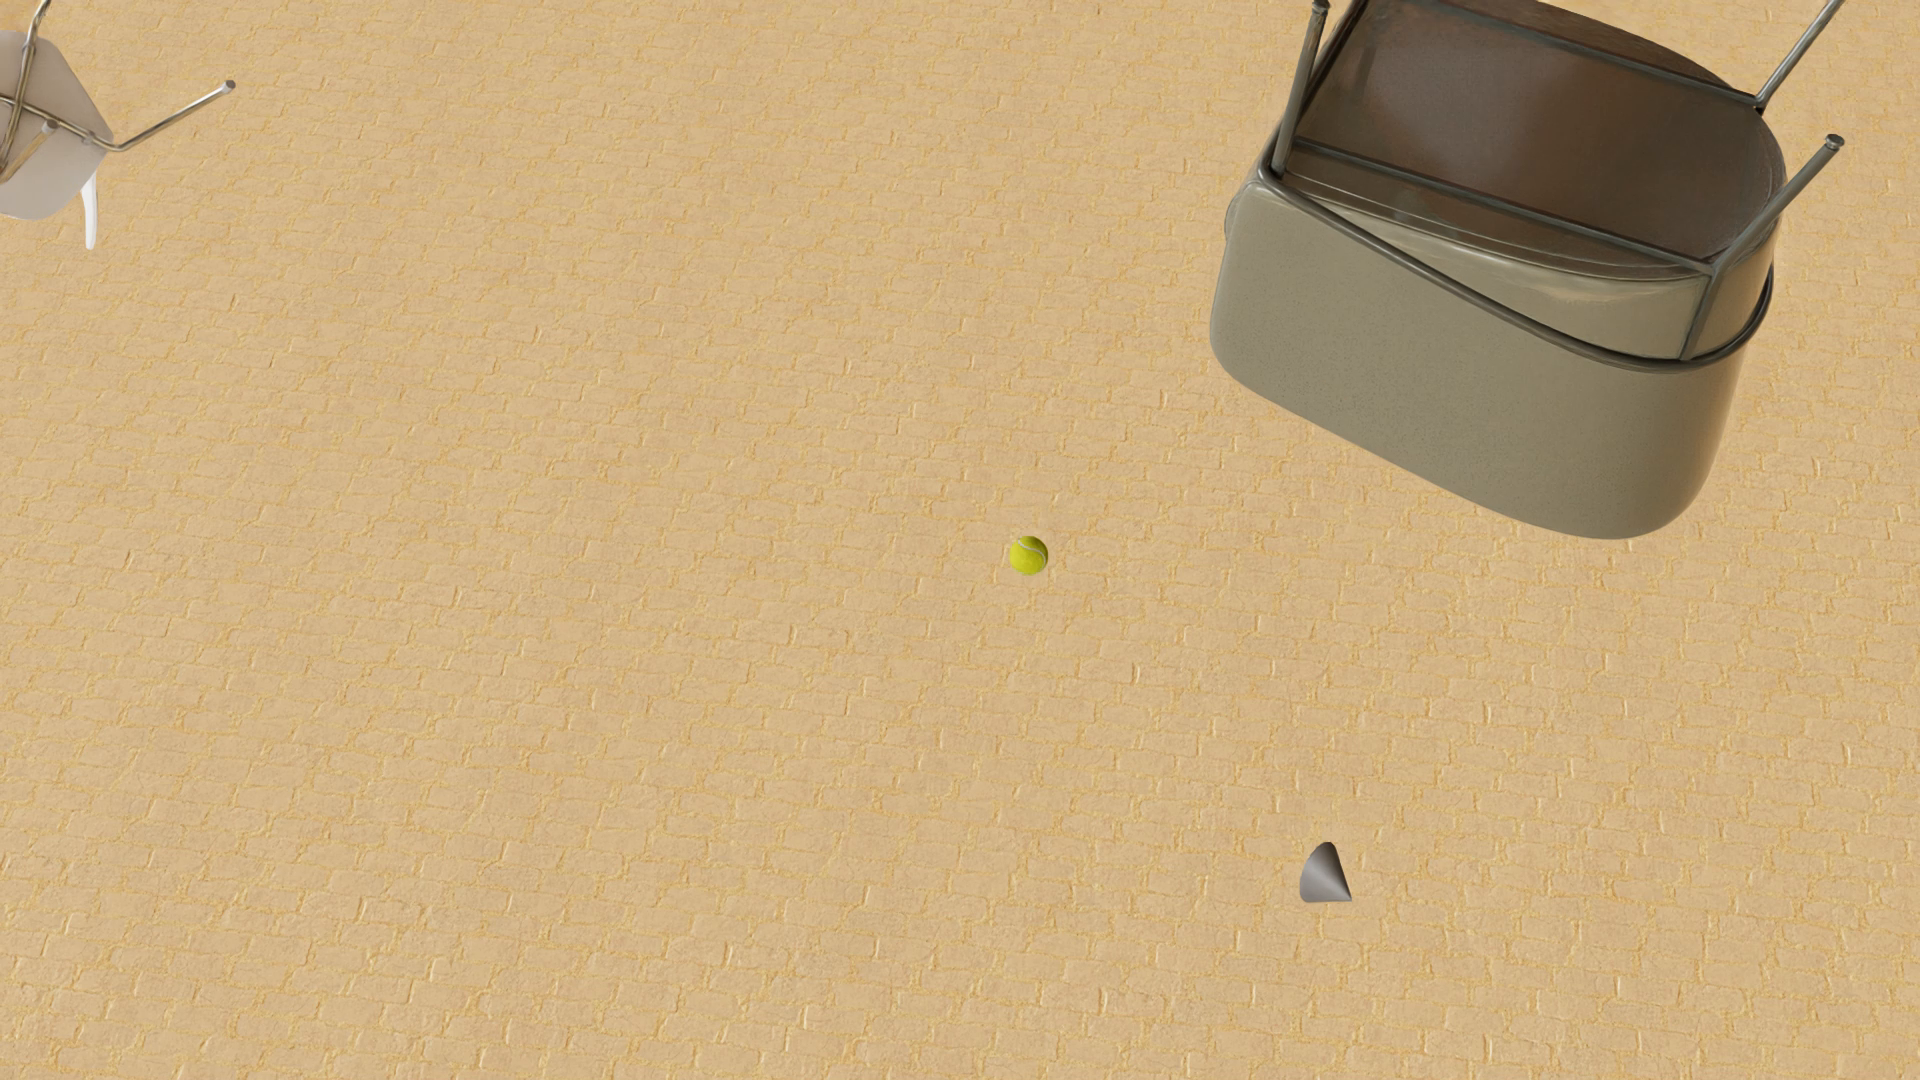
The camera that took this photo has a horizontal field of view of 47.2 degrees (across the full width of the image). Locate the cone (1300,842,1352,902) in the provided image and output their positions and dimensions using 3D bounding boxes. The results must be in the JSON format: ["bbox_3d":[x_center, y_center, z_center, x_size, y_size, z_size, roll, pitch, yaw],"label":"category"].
[{"bbox_3d":[0.636,0.587,3.725,0.085,0.135,0.086,-21,40,-29],"label":"cone"}]
